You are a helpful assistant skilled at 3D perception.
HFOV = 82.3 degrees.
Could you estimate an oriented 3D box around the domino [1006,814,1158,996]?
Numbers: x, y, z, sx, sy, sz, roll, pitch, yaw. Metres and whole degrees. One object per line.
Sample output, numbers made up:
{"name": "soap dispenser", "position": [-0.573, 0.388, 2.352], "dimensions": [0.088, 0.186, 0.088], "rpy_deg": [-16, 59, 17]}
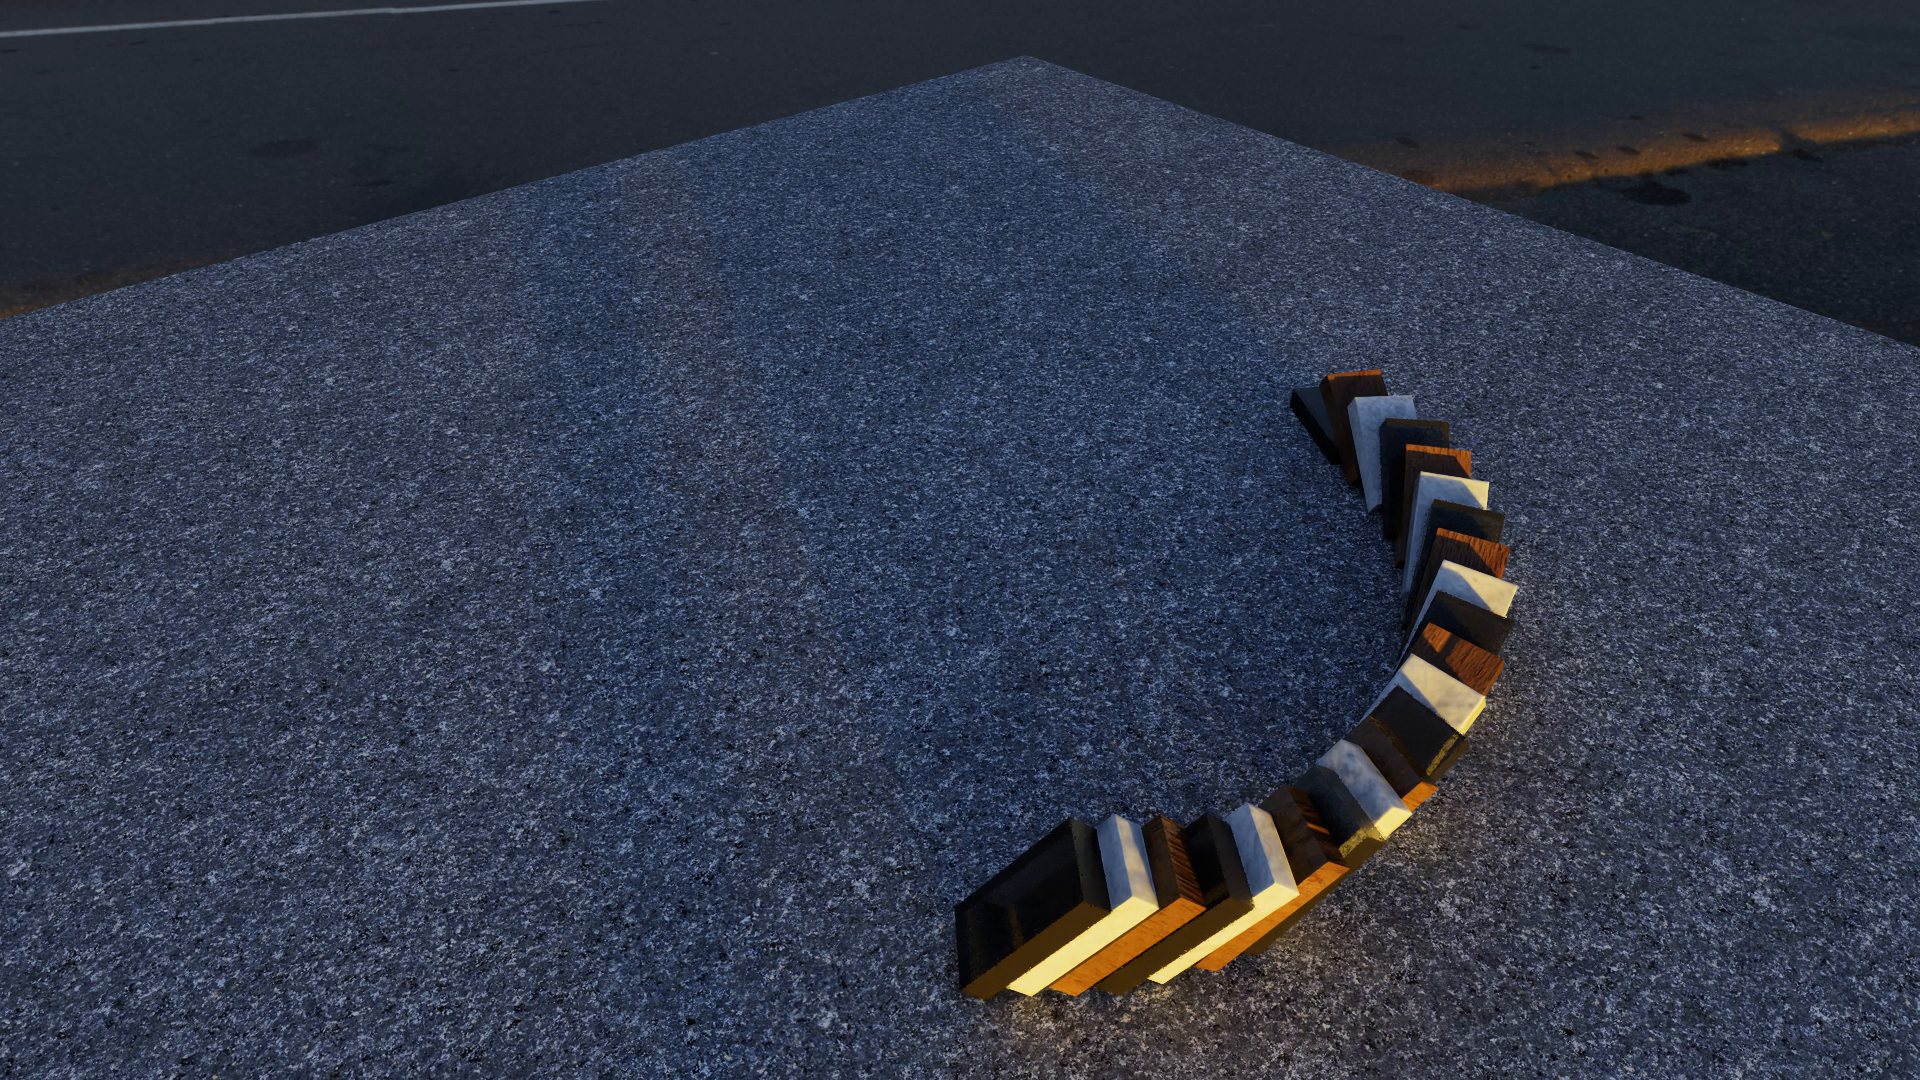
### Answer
{"name": "domino", "position": [0.030, 0.098, 0.295], "dimensions": [0.009, 0.050, 0.025], "rpy_deg": [29, 31, -25]}

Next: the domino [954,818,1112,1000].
{"name": "domino", "position": [0.018, 0.099, 0.294], "dimensions": [0.009, 0.050, 0.025], "rpy_deg": [29, 31, -25]}

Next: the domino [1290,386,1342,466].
{"name": "domino", "position": [0.175, -0.054, 0.509], "dimensions": [0.025, 0.010, 0.050], "rpy_deg": [-5, 40, -6]}

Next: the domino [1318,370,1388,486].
{"name": "domino", "position": [0.178, -0.050, 0.485], "dimensions": [0.025, 0.010, 0.050], "rpy_deg": [-7, 70, -7]}

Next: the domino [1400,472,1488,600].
{"name": "domino", "position": [0.187, 0.000, 0.424], "dimensions": [0.025, 0.009, 0.050], "rpy_deg": [11, 72, 13]}

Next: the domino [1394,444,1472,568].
{"name": "domino", "position": [0.189, -0.012, 0.439], "dimensions": [0.025, 0.010, 0.050], "rpy_deg": [8, 72, 9]}

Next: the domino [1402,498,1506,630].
{"name": "domino", "position": [0.183, 0.012, 0.409], "dimensions": [0.025, 0.009, 0.050], "rpy_deg": [15, 74, 17]}

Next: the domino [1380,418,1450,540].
{"name": "domino", "position": [0.188, -0.025, 0.454], "dimensions": [0.025, 0.010, 0.050], "rpy_deg": [4, 71, 4]}

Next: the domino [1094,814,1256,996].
{"name": "domino", "position": [0.054, 0.098, 0.295], "dimensions": [0.010, 0.050, 0.025], "rpy_deg": [29, 31, -25]}

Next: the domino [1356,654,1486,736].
{"name": "domino", "position": [0.139, 0.063, 0.346], "dimensions": [0.025, 0.010, 0.050], "rpy_deg": [36, 84, 36]}

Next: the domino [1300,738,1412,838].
{"name": "domino", "position": [0.101, 0.083, 0.313], "dimensions": [0.009, 0.050, 0.025], "rpy_deg": [23, 26, -35]}

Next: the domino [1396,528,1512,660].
{"name": "domino", "position": [0.177, 0.023, 0.395], "dimensions": [0.025, 0.009, 0.050], "rpy_deg": [18, 75, 20]}

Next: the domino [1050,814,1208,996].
{"name": "domino", "position": [0.042, 0.098, 0.295], "dimensions": [0.010, 0.050, 0.025], "rpy_deg": [29, 31, -25]}

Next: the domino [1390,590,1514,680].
{"name": "domino", "position": [0.161, 0.045, 0.369], "dimensions": [0.025, 0.010, 0.050], "rpy_deg": [26, 79, 29]}

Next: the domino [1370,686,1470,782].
{"name": "domino", "position": [0.127, 0.072, 0.335], "dimensions": [0.050, 0.010, 0.025], "rpy_deg": [-46, 51, 0]}

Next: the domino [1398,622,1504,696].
{"name": "domino", "position": [0.151, 0.055, 0.357], "dimensions": [0.025, 0.010, 0.050], "rpy_deg": [32, 82, 33]}

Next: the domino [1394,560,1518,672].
{"name": "domino", "position": [0.171, 0.034, 0.381], "dimensions": [0.025, 0.009, 0.050], "rpy_deg": [23, 77, 25]}

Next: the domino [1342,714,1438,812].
{"name": "domino", "position": [0.111, 0.078, 0.320], "dimensions": [0.010, 0.050, 0.025], "rpy_deg": [23, 26, -36]}

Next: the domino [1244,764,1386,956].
{"name": "domino", "position": [0.091, 0.089, 0.306], "dimensions": [0.009, 0.050, 0.025], "rpy_deg": [22, 26, -35]}

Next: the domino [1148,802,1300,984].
{"name": "domino", "position": [0.066, 0.096, 0.298], "dimensions": [0.009, 0.050, 0.025], "rpy_deg": [29, 31, -26]}

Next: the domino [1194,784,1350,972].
{"name": "domino", "position": [0.080, 0.093, 0.301], "dimensions": [0.009, 0.050, 0.025], "rpy_deg": [24, 29, -32]}

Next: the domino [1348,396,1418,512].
{"name": "domino", "position": [0.184, -0.037, 0.470], "dimensions": [0.025, 0.010, 0.050], "rpy_deg": [-2, 69, -3]}
